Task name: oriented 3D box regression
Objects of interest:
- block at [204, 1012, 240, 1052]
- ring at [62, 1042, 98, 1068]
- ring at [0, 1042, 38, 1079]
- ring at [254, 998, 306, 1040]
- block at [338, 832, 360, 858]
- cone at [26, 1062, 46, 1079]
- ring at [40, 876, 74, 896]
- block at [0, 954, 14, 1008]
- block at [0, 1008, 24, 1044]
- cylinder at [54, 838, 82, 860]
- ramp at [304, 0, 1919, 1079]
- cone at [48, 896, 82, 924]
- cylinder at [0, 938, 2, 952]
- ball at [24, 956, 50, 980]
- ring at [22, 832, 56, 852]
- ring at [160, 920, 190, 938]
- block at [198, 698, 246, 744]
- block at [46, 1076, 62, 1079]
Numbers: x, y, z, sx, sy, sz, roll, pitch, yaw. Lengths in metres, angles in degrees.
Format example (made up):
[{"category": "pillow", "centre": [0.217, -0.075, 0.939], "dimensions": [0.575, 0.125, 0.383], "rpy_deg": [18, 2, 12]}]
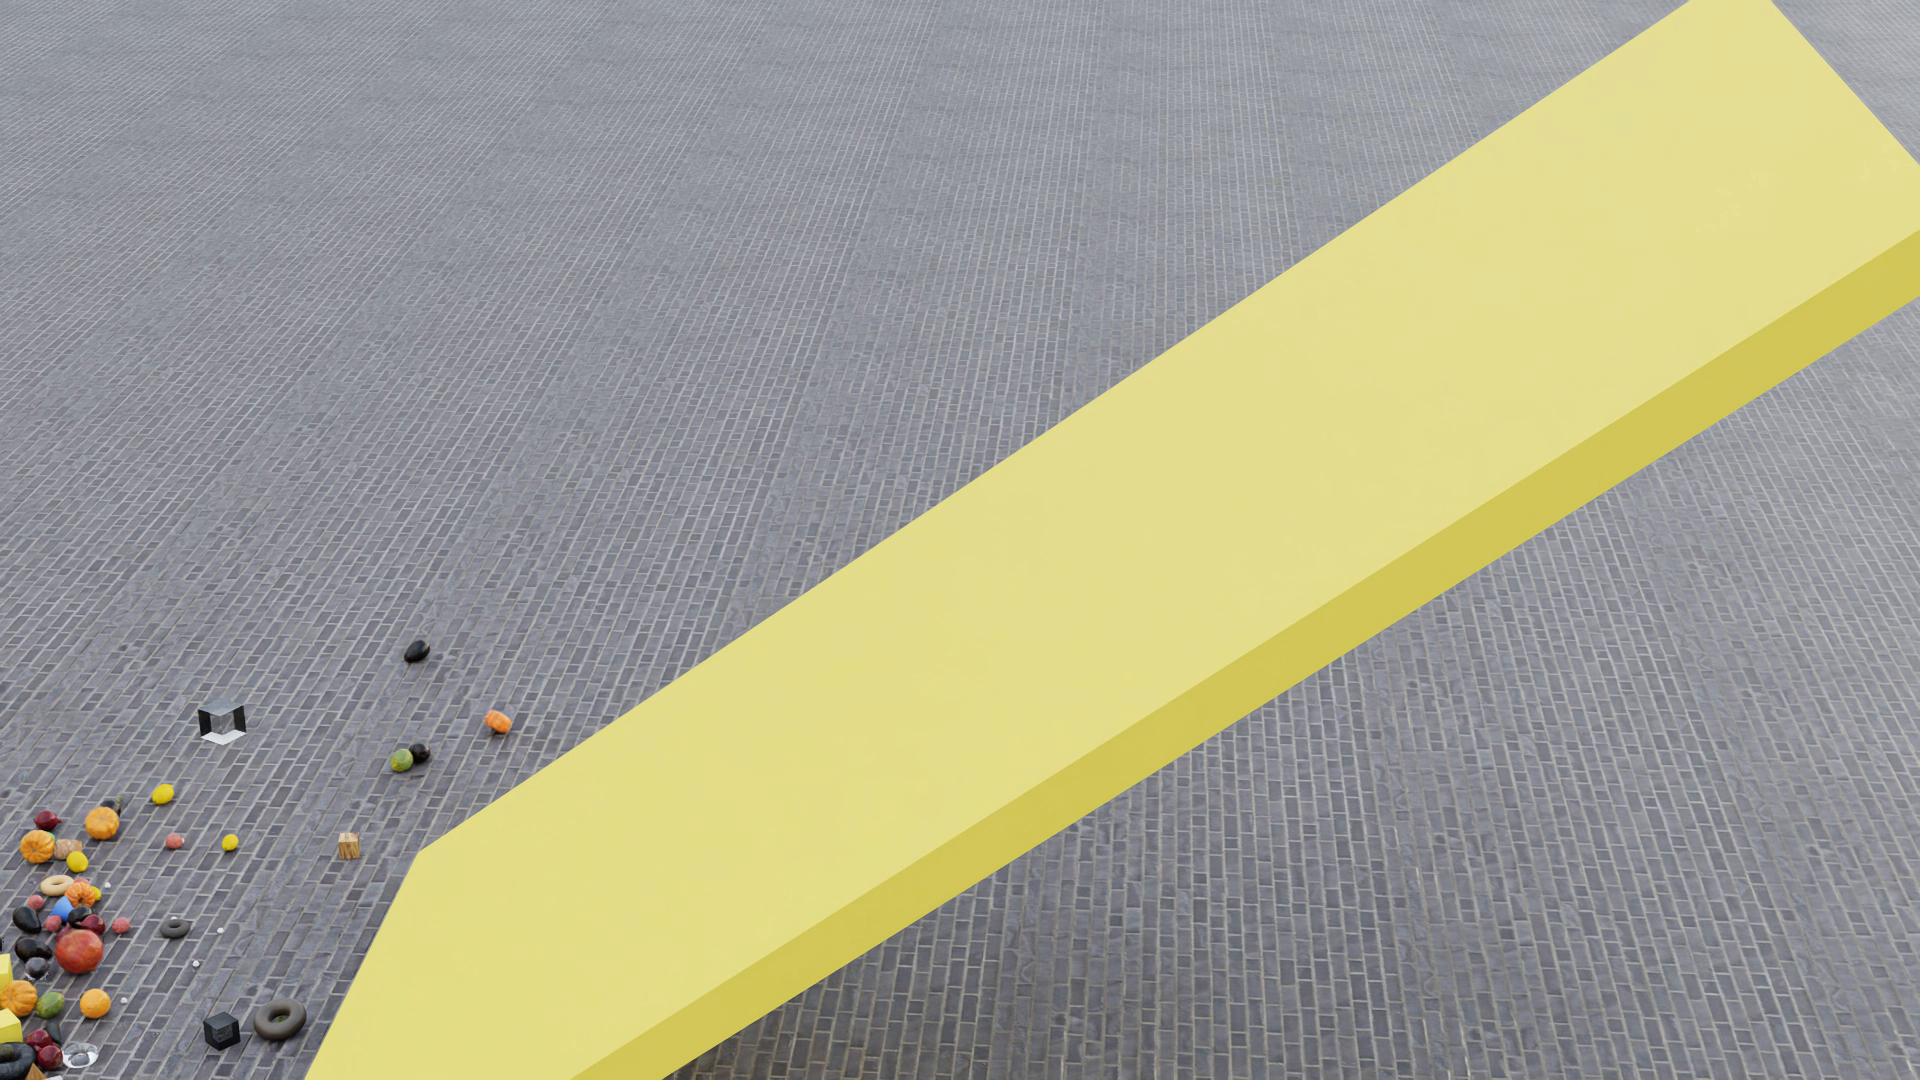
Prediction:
[{"category": "block", "centre": [-1.769, 1.177, 7.050], "dimensions": [0.060, 0.060, 0.060], "rpy_deg": [20, 30, 40]}, {"category": "ring", "centre": [-2.088, 1.223, 6.980], "dimensions": [0.087, 0.029, 0.087], "rpy_deg": [1, 23, 0]}, {"category": "ring", "centre": [-2.244, 1.232, 6.935], "dimensions": [0.139, 0.046, 0.139], "rpy_deg": [1, 23, 0]}, {"category": "ring", "centre": [-1.642, 1.156, 7.100], "dimensions": [0.129, 0.043, 0.129], "rpy_deg": [-4, 35, 3]}, {"category": "block", "centre": [-1.646, 0.824, 7.929], "dimensions": [0.051, 0.051, 0.051], "rpy_deg": [-2, 22, -6]}, {"category": "cone", "centre": [-2.158, 1.248, 6.862], "dimensions": [0.069, 0.069, 0.069], "rpy_deg": [0, 22, 0]}, {"category": "ring", "centre": [-2.377, 0.910, 7.746], "dimensions": [0.088, 0.029, 0.088], "rpy_deg": [0, 21, 0]}, {"category": "block", "centre": [-2.380, 1.088, 7.221], "dimensions": [0.097, 0.097, 0.097], "rpy_deg": [-5, 23, -13]}, {"category": "block", "centre": [-2.290, 1.180, 7.021], "dimensions": [0.077, 0.077, 0.077], "rpy_deg": [-17, 27, -35]}, {"category": "cylinder", "centre": [-2.396, 0.832, 7.902], "dimensions": [0.055, 0.055, 0.055], "rpy_deg": [4, 22, 9]}, {"category": "ramp", "centre": [0.131, 0.177, 6.316], "dimensions": [4.000, 0.100, 2.000], "rpy_deg": [-34, 16, 16]}, {"category": "cone", "centre": [-2.296, 0.971, 7.588], "dimensions": [0.078, 0.078, 0.078], "rpy_deg": [30, 26, 3]}, {"category": "cylinder", "centre": [-2.464, 1.020, 7.429], "dimensions": [0.065, 0.065, 0.065], "rpy_deg": [-19, 29, -38]}, {"category": "ball", "centre": [-2.298, 1.067, 7.322], "dimensions": [0.058, 0.058, 0.058], "rpy_deg": [0, 22, 0]}, {"category": "ring", "centre": [-2.497, 0.818, 7.973], "dimensions": [0.087, 0.029, 0.087], "rpy_deg": [-1, 23, 1]}, {"category": "ring", "centre": [-2.012, 0.996, 7.541], "dimensions": [0.075, 0.025, 0.075], "rpy_deg": [1, 21, 0]}, {"category": "block", "centre": [-2.156, 0.530, 8.596], "dimensions": [0.092, 0.092, 0.092], "rpy_deg": [14, 26, 30]}, {"category": "block", "centre": [-2.090, 1.289, 6.753], "dimensions": [0.076, 0.076, 0.076], "rpy_deg": [-12, 25, -27]}]
